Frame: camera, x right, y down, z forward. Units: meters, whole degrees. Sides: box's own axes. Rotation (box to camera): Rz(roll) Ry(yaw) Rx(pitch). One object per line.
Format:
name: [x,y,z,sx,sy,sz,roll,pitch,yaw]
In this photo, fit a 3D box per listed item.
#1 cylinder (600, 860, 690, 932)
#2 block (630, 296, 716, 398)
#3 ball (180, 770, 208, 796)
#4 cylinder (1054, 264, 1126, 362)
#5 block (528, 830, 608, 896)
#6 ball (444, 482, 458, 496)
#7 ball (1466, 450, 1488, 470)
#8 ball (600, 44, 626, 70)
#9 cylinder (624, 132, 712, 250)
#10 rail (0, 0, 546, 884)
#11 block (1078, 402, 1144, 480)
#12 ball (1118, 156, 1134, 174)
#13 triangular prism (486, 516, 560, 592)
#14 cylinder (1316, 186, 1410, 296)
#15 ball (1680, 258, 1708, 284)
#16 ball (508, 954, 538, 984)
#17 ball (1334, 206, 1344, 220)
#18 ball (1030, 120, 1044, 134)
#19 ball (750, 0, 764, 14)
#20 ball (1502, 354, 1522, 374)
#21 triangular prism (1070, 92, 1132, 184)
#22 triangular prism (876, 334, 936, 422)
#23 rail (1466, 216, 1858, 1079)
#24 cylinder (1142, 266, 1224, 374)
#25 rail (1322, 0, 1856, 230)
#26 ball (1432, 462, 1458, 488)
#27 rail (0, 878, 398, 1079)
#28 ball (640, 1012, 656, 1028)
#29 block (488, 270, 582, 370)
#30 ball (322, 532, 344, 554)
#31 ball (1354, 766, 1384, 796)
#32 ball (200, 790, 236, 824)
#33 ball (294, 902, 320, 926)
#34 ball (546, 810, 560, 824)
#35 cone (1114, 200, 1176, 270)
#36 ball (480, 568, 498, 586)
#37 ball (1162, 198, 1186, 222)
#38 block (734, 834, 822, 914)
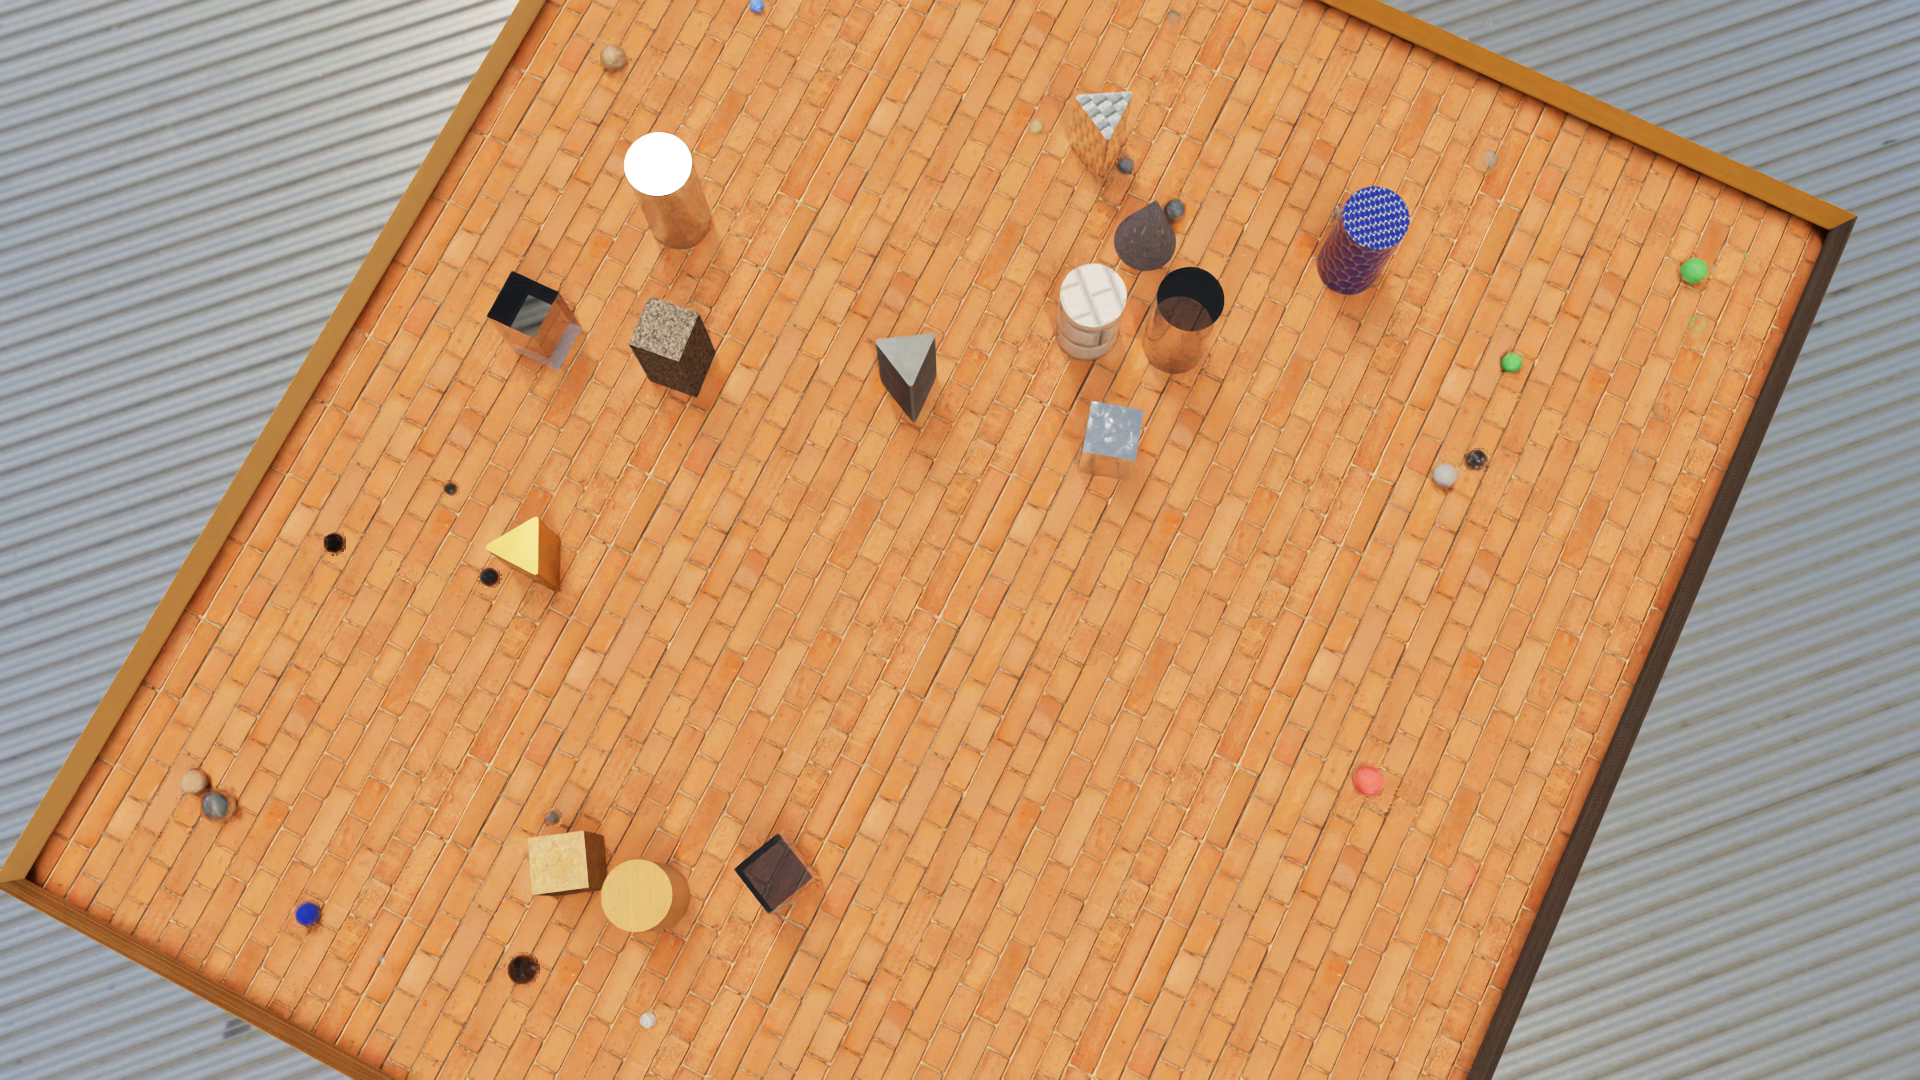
cylinder: [-0.894,1.017,5.232,0.198,0.340,0.198,0,78,0]
block: [-0.866,-0.580,5.544,0.158,0.377,0.158,20,79,4]
ball: [-2.270,0.719,5.429,0.077,0.077,0.077,0,78,0]
cylinder: [0.395,-0.690,5.588,0.198,0.336,0.198,0,78,0]
block: [-1.125,0.933,5.273,0.158,0.295,0.158,-7,78,-2]
ball: [-1.564,-0.156,5.628,0.040,0.040,0.040,0,78,0]
ball: [1.588,-0.247,5.635,0.064,0.064,0.064,0,78,0]
ball: [-1.116,-1.553,5.895,0.084,0.084,0.084,0,78,0]
cylinder: [-0.888,-1.062,5.610,0.198,0.443,0.198,0,78,0]
rail: [-1.803,-0.876,5.731,0.045,0.128,4.325,26,80,5]
block: [0.454,-0.298,5.548,0.158,0.255,0.158,10,78,2]
ball: [0.529,-1.192,5.836,0.054,0.054,0.054,0,78,0]
triangular prism: [-1.264,0.027,5.459,0.171,0.298,0.148,28,80,5]
cylinder: [1.227,-0.909,5.600,0.198,0.401,0.198,0,78,0]
ball: [2.304,-0.844,5.750,0.081,0.081,0.081,0,78,0]
ball: [-1.269,1.246,5.316,0.084,0.084,0.084,0,78,0]
ball: [1.218,-1.024,5.791,0.067,0.067,0.067,0,78,0]
ball: [0.245,-1.321,5.867,0.045,0.045,0.045,0,78,0]
ball: [-0.660,-1.735,5.951,0.048,0.048,0.048,0,78,0]
ball: [1.717,-0.550,5.699,0.062,0.062,0.062,0,78,0]
triangular prism: [0.460,-1.281,5.708,0.148,0.340,0.171,-33,80,-6]
triangular prism: [-0.134,-0.515,5.520,0.148,0.399,0.171,-36,81,-7]
rail: [1.803,0.890,5.366,0.045,0.128,4.325,26,80,5]
cylinder: [0.671,-0.658,5.536,0.198,0.425,0.198,0,78,0]
rail: [0.956,-1.866,5.936,4.080,0.128,0.045,26,80,5]
ball: [1.488,-0.200,5.620,0.074,0.074,0.074,0,78,0]
rail: [-0.956,1.880,5.161,4.080,0.128,0.045,26,80,5]
ball: [-0.903,1.390,5.305,0.047,0.047,0.047,0,78,0]
block: [-1.293,-0.664,5.584,0.158,0.332,0.158,25,79,5]
ball: [-1.907,0.009,5.583,0.063,0.063,0.063,0,78,0]
ball: [1.212,0.713,5.424,0.088,0.088,0.088,0,78,0]
ball: [-2.189,0.785,5.404,0.099,0.099,0.099,0,78,0]
ball: [-1.908,1.094,5.356,0.068,0.068,0.068,0,78,0]
ball: [-1.205,0.822,5.425,0.042,0.042,0.042,0,78,0]
cone: [0.587,-0.982,5.644,0.198,0.345,0.198,0,78,0]
ball: [-1.430,0.112,5.564,0.057,0.057,0.057,0,78,0]
ball: [0.678,-1.041,5.783,0.075,0.075,0.075,0,78,0]
block: [-0.519,0.960,5.255,0.158,0.319,0.158,-39,81,-7]
